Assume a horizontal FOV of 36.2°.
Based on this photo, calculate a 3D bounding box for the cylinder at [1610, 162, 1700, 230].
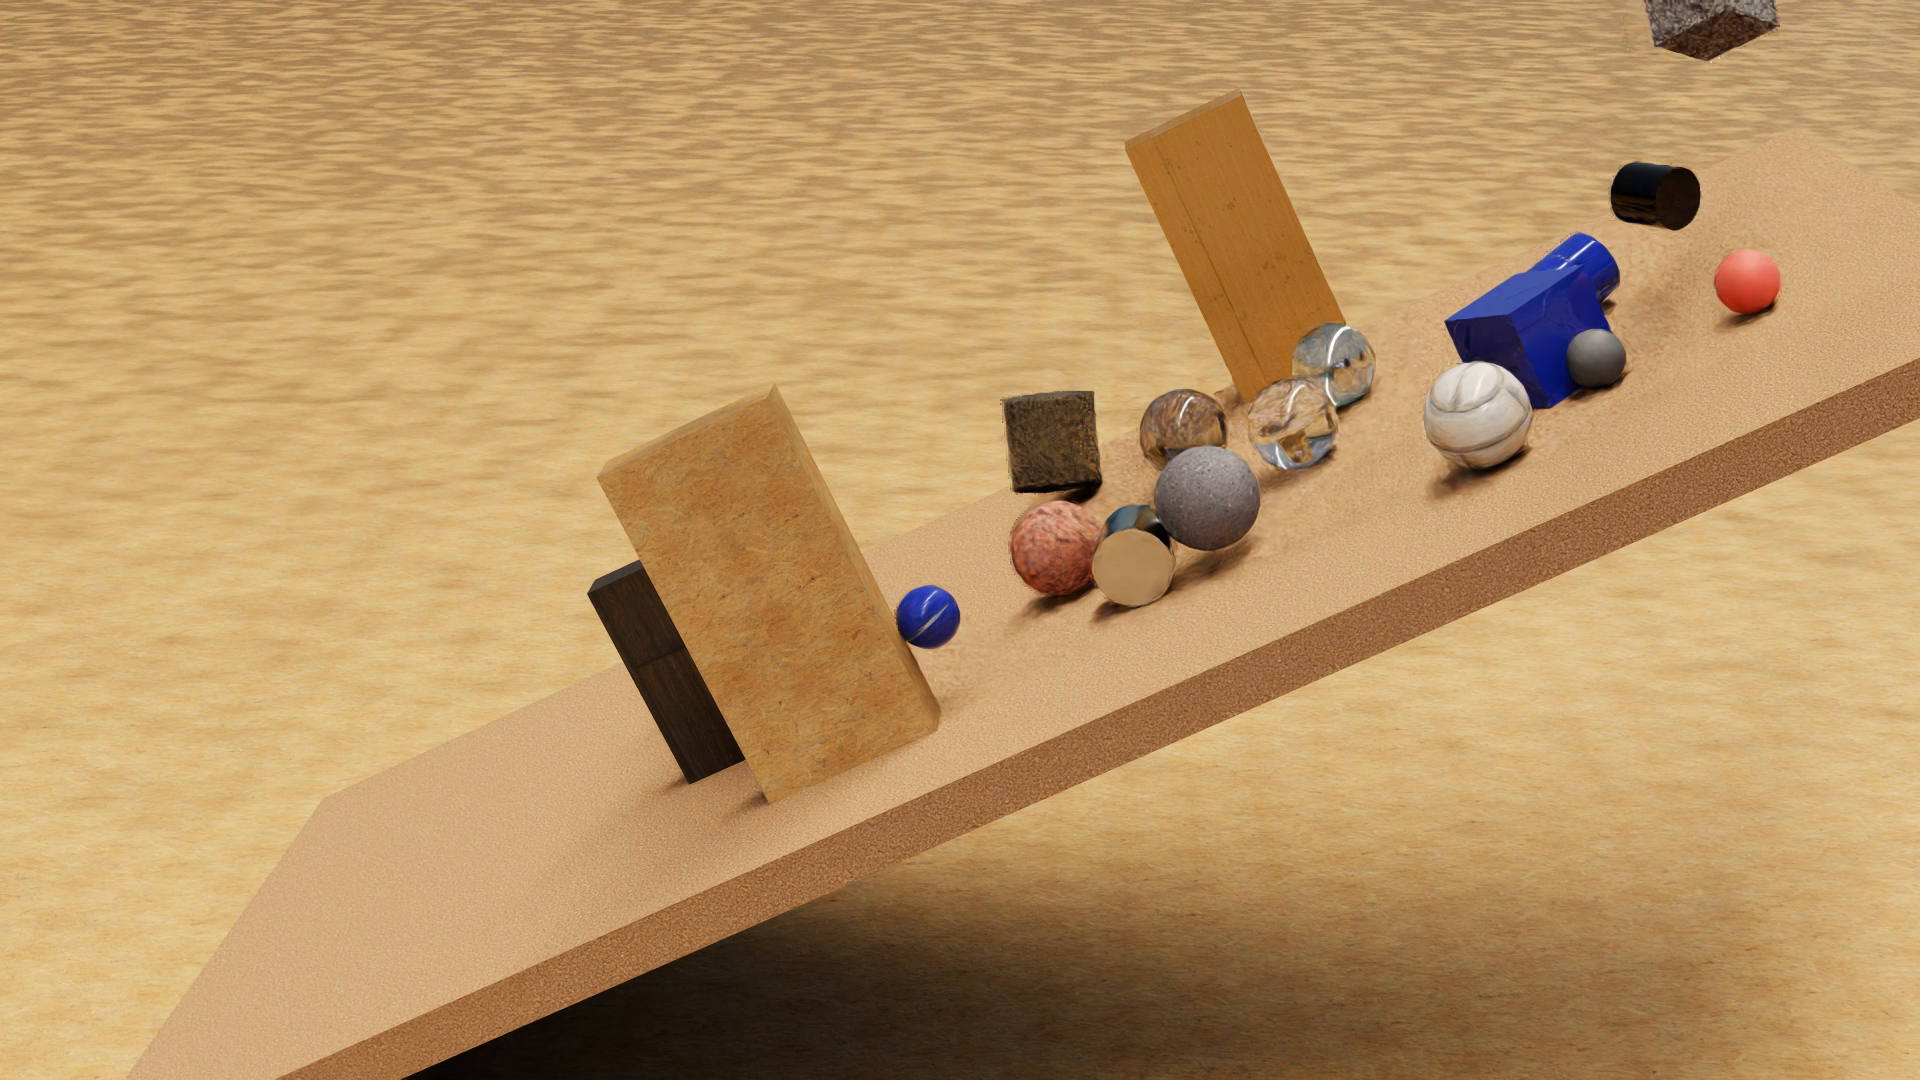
[{"bbox_3d":[1.396,-0.691,5.903,0.125,0.125,0.125,-10,17,-30],"label":"cylinder"}]

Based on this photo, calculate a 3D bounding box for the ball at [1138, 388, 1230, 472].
[{"bbox_3d":[0.493,-0.233,6.476,0.200,0.200,0.200,0,16,0],"label":"ball"}]

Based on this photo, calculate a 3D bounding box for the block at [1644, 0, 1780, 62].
[{"bbox_3d":[1.476,-1.074,5.802,0.174,0.174,0.174,5,-20,-40],"label":"block"}]

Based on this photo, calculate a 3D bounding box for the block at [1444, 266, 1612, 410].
[{"bbox_3d":[1.141,-0.398,5.853,0.208,0.208,0.208,-33,15,-24],"label":"block"}]

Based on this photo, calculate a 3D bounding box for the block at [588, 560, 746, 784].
[{"bbox_3d":[-0.470,0.209,6.064,0.421,0.457,0.101,-24,13,9],"label":"block"}]

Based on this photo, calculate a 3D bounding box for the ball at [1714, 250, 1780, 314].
[{"bbox_3d":[1.524,-0.499,5.691,0.124,0.124,0.124,0,16,0],"label":"ball"}]

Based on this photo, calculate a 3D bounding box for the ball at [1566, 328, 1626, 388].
[{"bbox_3d":[1.232,-0.352,5.705,0.115,0.115,0.115,0,16,0],"label":"ball"}]

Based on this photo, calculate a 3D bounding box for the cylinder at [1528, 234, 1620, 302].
[{"bbox_3d":[1.290,-0.546,6.221,0.149,0.149,0.149,-38,30,-18],"label":"cylinder"}]

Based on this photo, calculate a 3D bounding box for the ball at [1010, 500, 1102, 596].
[{"bbox_3d":[0.203,0.017,6.085,0.197,0.197,0.197,0,16,0],"label":"ball"}]

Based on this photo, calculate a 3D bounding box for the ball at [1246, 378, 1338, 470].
[{"bbox_3d":[0.694,-0.242,6.146,0.191,0.191,0.191,0,16,0],"label":"ball"}]

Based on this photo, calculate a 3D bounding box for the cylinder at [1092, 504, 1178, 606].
[{"bbox_3d":[0.349,0.029,5.837,0.160,0.160,0.160,2,19,7],"label":"cylinder"}]

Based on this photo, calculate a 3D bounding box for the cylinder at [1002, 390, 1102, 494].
[{"bbox_3d":[0.214,-0.228,6.791,0.210,0.210,0.210,-6,7,1],"label":"cylinder"}]

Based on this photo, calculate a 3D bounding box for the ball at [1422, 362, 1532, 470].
[{"bbox_3d":[0.977,-0.236,5.555,0.204,0.204,0.204,0,16,0],"label":"ball"}]

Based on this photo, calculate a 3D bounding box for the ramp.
[{"bbox_3d":[0.137,0.168,6.282,4.000,0.100,2.000,-24,13,9],"label":"ramp"}]

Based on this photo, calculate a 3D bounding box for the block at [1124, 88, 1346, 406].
[{"bbox_3d":[0.657,-0.682,6.855,0.292,0.664,0.136,-24,13,9],"label":"block"}]

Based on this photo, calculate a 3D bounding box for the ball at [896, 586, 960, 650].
[{"bbox_3d":[-0.061,0.150,5.712,0.125,0.125,0.125,0,16,0],"label":"ball"}]

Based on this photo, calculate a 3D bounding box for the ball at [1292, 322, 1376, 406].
[{"bbox_3d":[0.821,-0.385,6.460,0.185,0.185,0.185,0,16,0],"label":"ball"}]

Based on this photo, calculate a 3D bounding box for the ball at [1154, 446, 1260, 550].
[{"bbox_3d":[0.486,-0.082,5.786,0.207,0.207,0.207,0,16,0],"label":"ball"}]

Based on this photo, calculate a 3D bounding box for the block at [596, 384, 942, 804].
[{"bbox_3d":[-0.361,0.107,5.660,0.363,0.726,0.125,-24,13,9],"label":"block"}]
